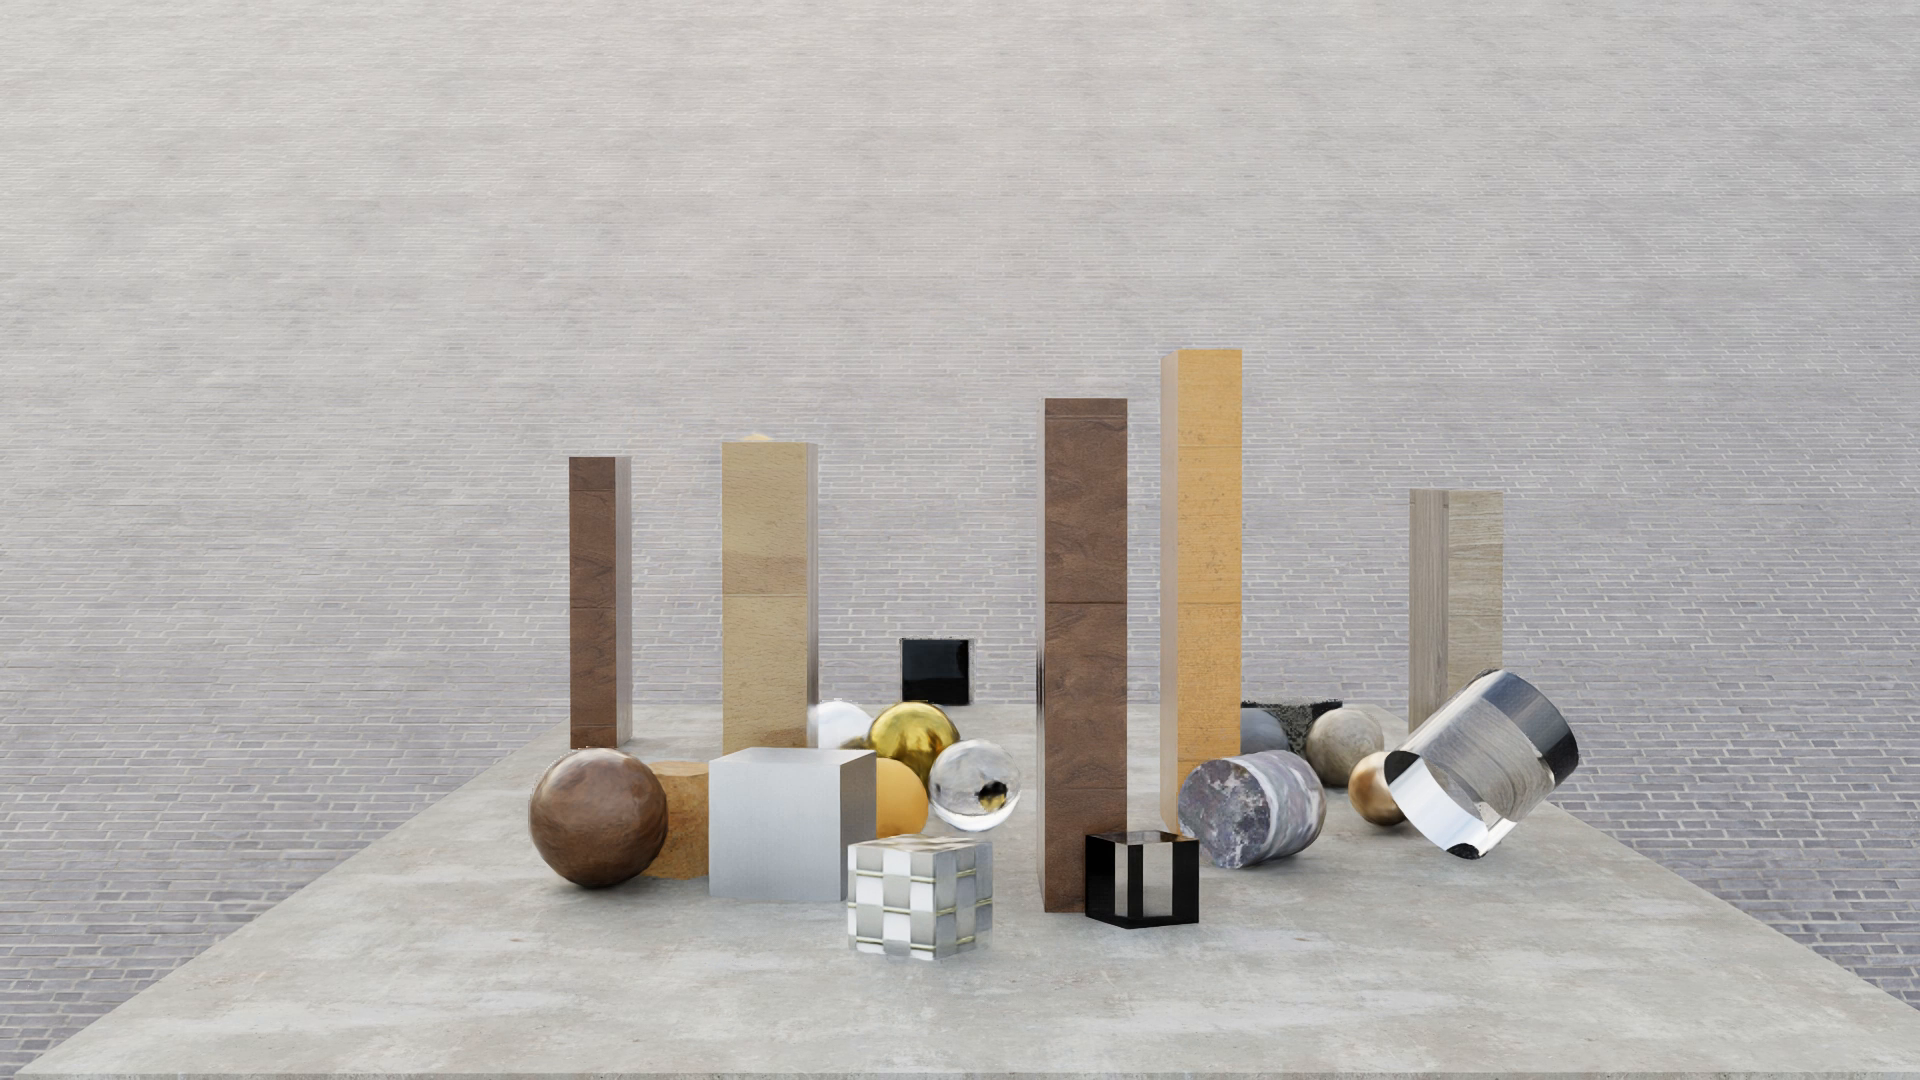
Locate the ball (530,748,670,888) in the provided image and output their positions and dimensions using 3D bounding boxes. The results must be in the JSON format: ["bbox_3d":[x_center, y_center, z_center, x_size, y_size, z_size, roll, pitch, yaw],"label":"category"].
[{"bbox_3d":[-0.518,0.398,3.703,0.199,0.199,0.199,0,25,0],"label":"ball"}]

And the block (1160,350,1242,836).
[{"bbox_3d":[0.397,0.087,4.282,0.102,0.789,0.350,0,2,0],"label":"block"}]

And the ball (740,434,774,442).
[{"bbox_3d":[-0.630,-0.249,7.994,0.157,0.157,0.157,0,25,0],"label":"ball"}]

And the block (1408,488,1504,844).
[{"bbox_3d":[0.819,0.199,4.279,0.086,0.564,0.357,0,2,0],"label":"block"}]

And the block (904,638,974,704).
[{"bbox_3d":[-0.053,0.335,6.616,0.166,0.166,0.166,0,0,6],"label":"block"}]

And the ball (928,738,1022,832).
[{"bbox_3d":[0.024,0.405,4.259,0.154,0.154,0.154,0,25,0],"label":"ball"}]

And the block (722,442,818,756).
[{"bbox_3d":[-0.296,0.167,4.072,0.128,0.640,0.327,0,2,0],"label":"block"}]

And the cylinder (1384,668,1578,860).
[{"bbox_3d":[0.801,0.344,3.967,0.210,0.210,0.210,-38,40,-22],"label":"cylinder"}]

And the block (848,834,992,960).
[{"bbox_3d":[-0.049,0.446,3.235,0.130,0.130,0.130,1,2,35],"label":"block"}]

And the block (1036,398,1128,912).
[{"bbox_3d":[0.170,0.151,3.654,0.111,0.694,0.362,0,2,0],"label":"block"}]

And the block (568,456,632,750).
[{"bbox_3d":[-0.784,0.131,5.640,0.099,0.625,0.269,0,2,0],"label":"block"}]

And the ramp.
[{"bbox_3d":[0.058,0.524,4.562,2.000,0.100,4.000,0,2,0],"label":"ramp"}]

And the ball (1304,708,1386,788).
[{"bbox_3d":[0.722,0.390,4.841,0.150,0.150,0.150,0,25,0],"label":"ball"}]

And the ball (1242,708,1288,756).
[{"bbox_3d":[0.539,0.390,4.830,0.152,0.152,0.152,0,25,0],"label":"ball"}]

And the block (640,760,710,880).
[{"bbox_3d":[-0.425,0.418,3.866,0.151,0.151,0.151,1,2,31],"label":"block"}]

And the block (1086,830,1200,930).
[{"bbox_3d":[0.242,0.450,3.428,0.110,0.110,0.110,-1,2,-27],"label":"block"}]

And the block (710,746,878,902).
[{"bbox_3d":[-0.236,0.403,3.680,0.191,0.191,0.191,0,2,14],"label":"block"}]

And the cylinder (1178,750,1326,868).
[{"bbox_3d":[0.445,0.409,3.932,0.164,0.164,0.164,20,14,36],"label":"cylinder"}]

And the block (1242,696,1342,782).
[{"bbox_3d":[0.627,0.385,4.959,0.153,0.153,0.153,-2,2,-43],"label":"block"}]

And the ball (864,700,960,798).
[{"bbox_3d":[-0.085,0.381,4.668,0.179,0.179,0.179,0,25,0],"label":"ball"}]

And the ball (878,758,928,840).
[{"bbox_3d":[-0.125,0.413,3.983,0.154,0.154,0.154,0,25,0],"label":"ball"}]

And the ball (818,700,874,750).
[{"bbox_3d":[-0.228,0.383,4.807,0.167,0.167,0.167,0,25,0],"label":"ball"}]

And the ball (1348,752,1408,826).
[{"bbox_3d":[0.714,0.418,4.326,0.124,0.124,0.124,0,25,0],"label":"ball"}]
